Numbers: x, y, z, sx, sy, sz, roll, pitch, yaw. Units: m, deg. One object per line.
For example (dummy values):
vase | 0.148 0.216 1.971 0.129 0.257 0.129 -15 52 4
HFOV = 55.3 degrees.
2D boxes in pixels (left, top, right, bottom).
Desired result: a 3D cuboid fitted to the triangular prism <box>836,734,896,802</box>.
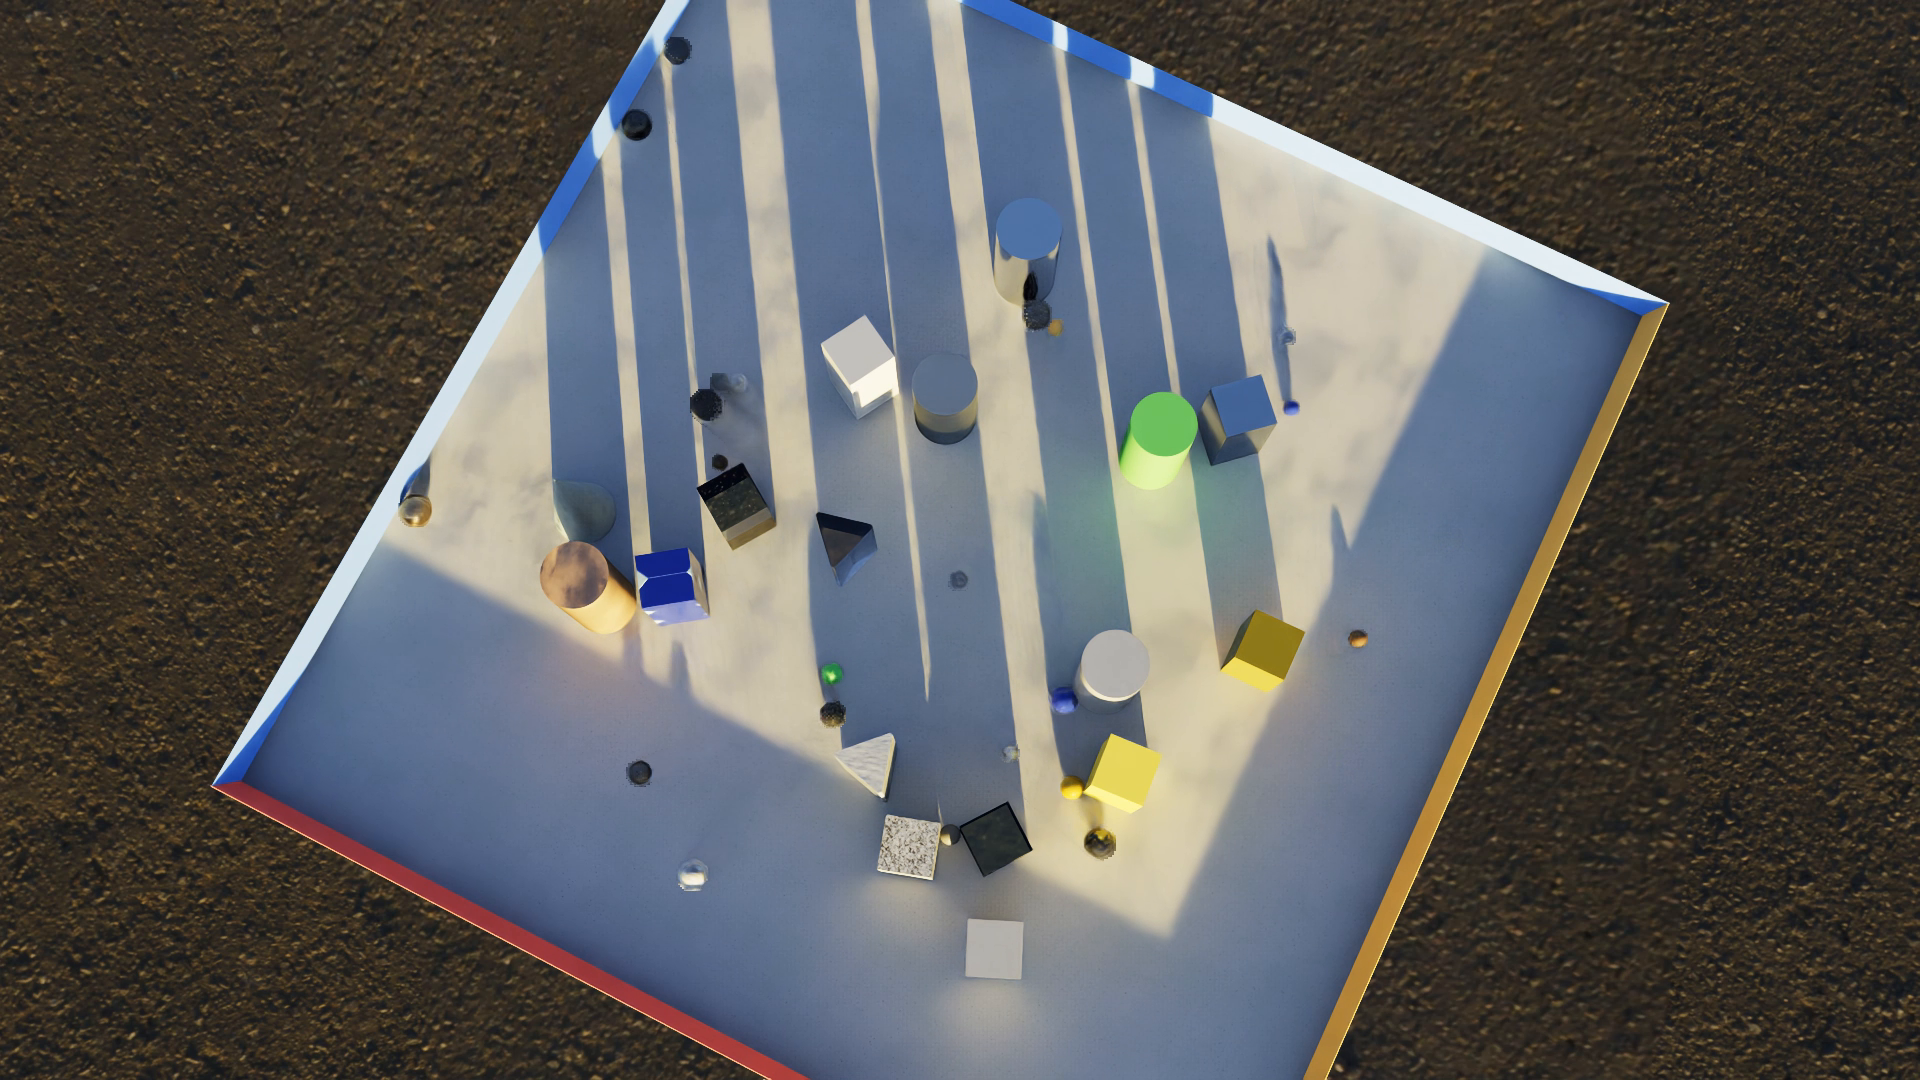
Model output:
triangular prism | -0.236 0.632 5.270 0.167 0.423 0.145 40 81 8

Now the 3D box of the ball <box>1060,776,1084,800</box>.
ball | 0.333 0.733 5.429 0.072 0.072 0.072 0 78 0

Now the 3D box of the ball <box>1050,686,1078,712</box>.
ball | 0.311 0.477 5.477 0.080 0.080 0.080 0 78 0

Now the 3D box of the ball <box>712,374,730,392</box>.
ball | -0.744 -0.489 5.690 0.055 0.055 0.055 0 78 0

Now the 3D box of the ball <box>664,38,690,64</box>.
ball | -0.912 -1.574 5.900 0.083 0.083 0.083 0 78 0

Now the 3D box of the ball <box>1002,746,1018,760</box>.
ball | 0.149 0.634 5.462 0.046 0.046 0.046 0 78 0

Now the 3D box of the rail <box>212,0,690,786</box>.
rail | -1.430 -0.693 5.695 0.045 0.126 3.276 26 80 5

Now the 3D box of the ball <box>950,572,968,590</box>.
ball | -0.005 0.122 5.563 0.055 0.055 0.055 0 78 0

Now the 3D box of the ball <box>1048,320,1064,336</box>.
ball | 0.299 -0.661 5.729 0.048 0.048 0.048 0 78 0

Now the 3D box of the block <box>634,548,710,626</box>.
block | -0.847 0.142 5.420 0.155 0.328 0.155 -9 78 -2

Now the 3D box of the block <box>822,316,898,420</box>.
block | -0.298 -0.516 5.532 0.155 0.375 0.155 -34 80 -7

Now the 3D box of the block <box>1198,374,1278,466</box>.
block | 0.829 -0.357 5.514 0.155 0.346 0.155 -16 79 -3

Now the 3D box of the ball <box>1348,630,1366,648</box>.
ball | 1.200 0.299 5.527 0.054 0.054 0.054 0 78 0

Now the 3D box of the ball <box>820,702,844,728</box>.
ball | -0.382 0.522 5.471 0.074 0.074 0.074 0 78 0

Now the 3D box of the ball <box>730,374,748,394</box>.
ball | -0.688 -0.485 5.687 0.058 0.058 0.058 0 78 0

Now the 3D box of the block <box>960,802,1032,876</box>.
block | 0.103 0.869 5.312 0.155 0.245 0.155 -27 80 -5

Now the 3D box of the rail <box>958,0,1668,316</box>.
rail | 0.722 -1.407 5.843 3.245 0.126 0.045 26 80 5

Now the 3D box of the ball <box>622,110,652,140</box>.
ball | -1.031 -1.321 5.841 0.095 0.095 0.095 0 78 0

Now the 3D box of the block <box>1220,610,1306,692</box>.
block | 0.889 0.329 5.398 0.155 0.295 0.155 25 79 5

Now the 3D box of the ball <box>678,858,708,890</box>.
ball | -0.781 0.978 5.369 0.088 0.088 0.088 0 78 0

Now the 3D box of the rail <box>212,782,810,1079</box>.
rail | -0.722 1.421 5.257 3.245 0.126 0.045 26 80 5

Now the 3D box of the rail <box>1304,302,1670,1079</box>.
rail | 1.430 0.707 5.405 0.045 0.126 3.276 26 80 5

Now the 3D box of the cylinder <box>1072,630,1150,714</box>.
cylinder | 0.436 0.388 5.326 0.193 0.412 0.193 0 78 0

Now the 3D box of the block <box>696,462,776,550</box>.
block | -0.668 -0.098 5.498 0.155 0.271 0.155 -30 80 -6

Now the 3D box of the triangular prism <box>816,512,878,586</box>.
triangular prism | -0.362 0.004 5.447 0.145 0.331 0.167 43 81 8

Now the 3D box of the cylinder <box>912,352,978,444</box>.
cylinder | -0.044 -0.424 5.531 0.193 0.340 0.193 0 78 0

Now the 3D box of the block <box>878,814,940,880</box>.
block | -0.145 0.890 5.301 0.155 0.258 0.155 9 78 2

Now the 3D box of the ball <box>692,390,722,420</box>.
ball | -0.781 -0.415 5.655 0.094 0.094 0.094 0 78 0

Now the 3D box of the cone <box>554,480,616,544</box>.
cone | -1.152 -0.128 5.415 0.193 0.447 0.193 0 78 0

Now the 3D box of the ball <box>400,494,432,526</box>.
ball | -1.658 -0.093 5.586 0.097 0.097 0.097 0 78 0

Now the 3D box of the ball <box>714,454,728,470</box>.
ball | -0.737 -0.238 5.642 0.047 0.047 0.047 0 78 0

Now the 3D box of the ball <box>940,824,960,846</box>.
ball | -0.029 0.869 5.405 0.062 0.062 0.062 0 78 0

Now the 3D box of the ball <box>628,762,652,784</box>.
ball | -0.950 0.691 5.439 0.068 0.068 0.068 0 78 0

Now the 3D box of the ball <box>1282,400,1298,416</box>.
ball | 1.024 -0.408 5.676 0.048 0.048 0.048 0 78 0

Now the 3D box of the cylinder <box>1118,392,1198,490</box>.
cylinder | 0.587 -0.291 5.467 0.193 0.410 0.193 0 78 0

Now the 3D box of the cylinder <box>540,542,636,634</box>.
cylinder | -1.080 0.144 5.353 0.193 0.457 0.193 0 78 0

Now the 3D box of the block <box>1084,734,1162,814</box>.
block | 0.467 0.678 5.296 0.155 0.353 0.155 22 79 4

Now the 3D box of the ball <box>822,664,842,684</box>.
ball | -0.385 0.402 5.501 0.064 0.064 0.064 0 78 0

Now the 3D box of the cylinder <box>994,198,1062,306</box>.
cylinder | 0.203 -0.872 5.585 0.193 0.415 0.193 0 78 0

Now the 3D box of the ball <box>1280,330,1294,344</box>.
ball | 1.021 -0.636 5.726 0.044 0.044 0.044 0 78 0

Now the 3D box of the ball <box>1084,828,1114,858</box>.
ball | 0.408 0.890 5.387 0.089 0.089 0.089 0 78 0

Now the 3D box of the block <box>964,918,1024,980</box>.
block | 0.095 1.160 5.213 0.155 0.320 0.155 3 78 1

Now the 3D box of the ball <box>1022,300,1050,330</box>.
ball | 0.236 -0.701 5.715 0.091 0.091 0.091 0 78 0
